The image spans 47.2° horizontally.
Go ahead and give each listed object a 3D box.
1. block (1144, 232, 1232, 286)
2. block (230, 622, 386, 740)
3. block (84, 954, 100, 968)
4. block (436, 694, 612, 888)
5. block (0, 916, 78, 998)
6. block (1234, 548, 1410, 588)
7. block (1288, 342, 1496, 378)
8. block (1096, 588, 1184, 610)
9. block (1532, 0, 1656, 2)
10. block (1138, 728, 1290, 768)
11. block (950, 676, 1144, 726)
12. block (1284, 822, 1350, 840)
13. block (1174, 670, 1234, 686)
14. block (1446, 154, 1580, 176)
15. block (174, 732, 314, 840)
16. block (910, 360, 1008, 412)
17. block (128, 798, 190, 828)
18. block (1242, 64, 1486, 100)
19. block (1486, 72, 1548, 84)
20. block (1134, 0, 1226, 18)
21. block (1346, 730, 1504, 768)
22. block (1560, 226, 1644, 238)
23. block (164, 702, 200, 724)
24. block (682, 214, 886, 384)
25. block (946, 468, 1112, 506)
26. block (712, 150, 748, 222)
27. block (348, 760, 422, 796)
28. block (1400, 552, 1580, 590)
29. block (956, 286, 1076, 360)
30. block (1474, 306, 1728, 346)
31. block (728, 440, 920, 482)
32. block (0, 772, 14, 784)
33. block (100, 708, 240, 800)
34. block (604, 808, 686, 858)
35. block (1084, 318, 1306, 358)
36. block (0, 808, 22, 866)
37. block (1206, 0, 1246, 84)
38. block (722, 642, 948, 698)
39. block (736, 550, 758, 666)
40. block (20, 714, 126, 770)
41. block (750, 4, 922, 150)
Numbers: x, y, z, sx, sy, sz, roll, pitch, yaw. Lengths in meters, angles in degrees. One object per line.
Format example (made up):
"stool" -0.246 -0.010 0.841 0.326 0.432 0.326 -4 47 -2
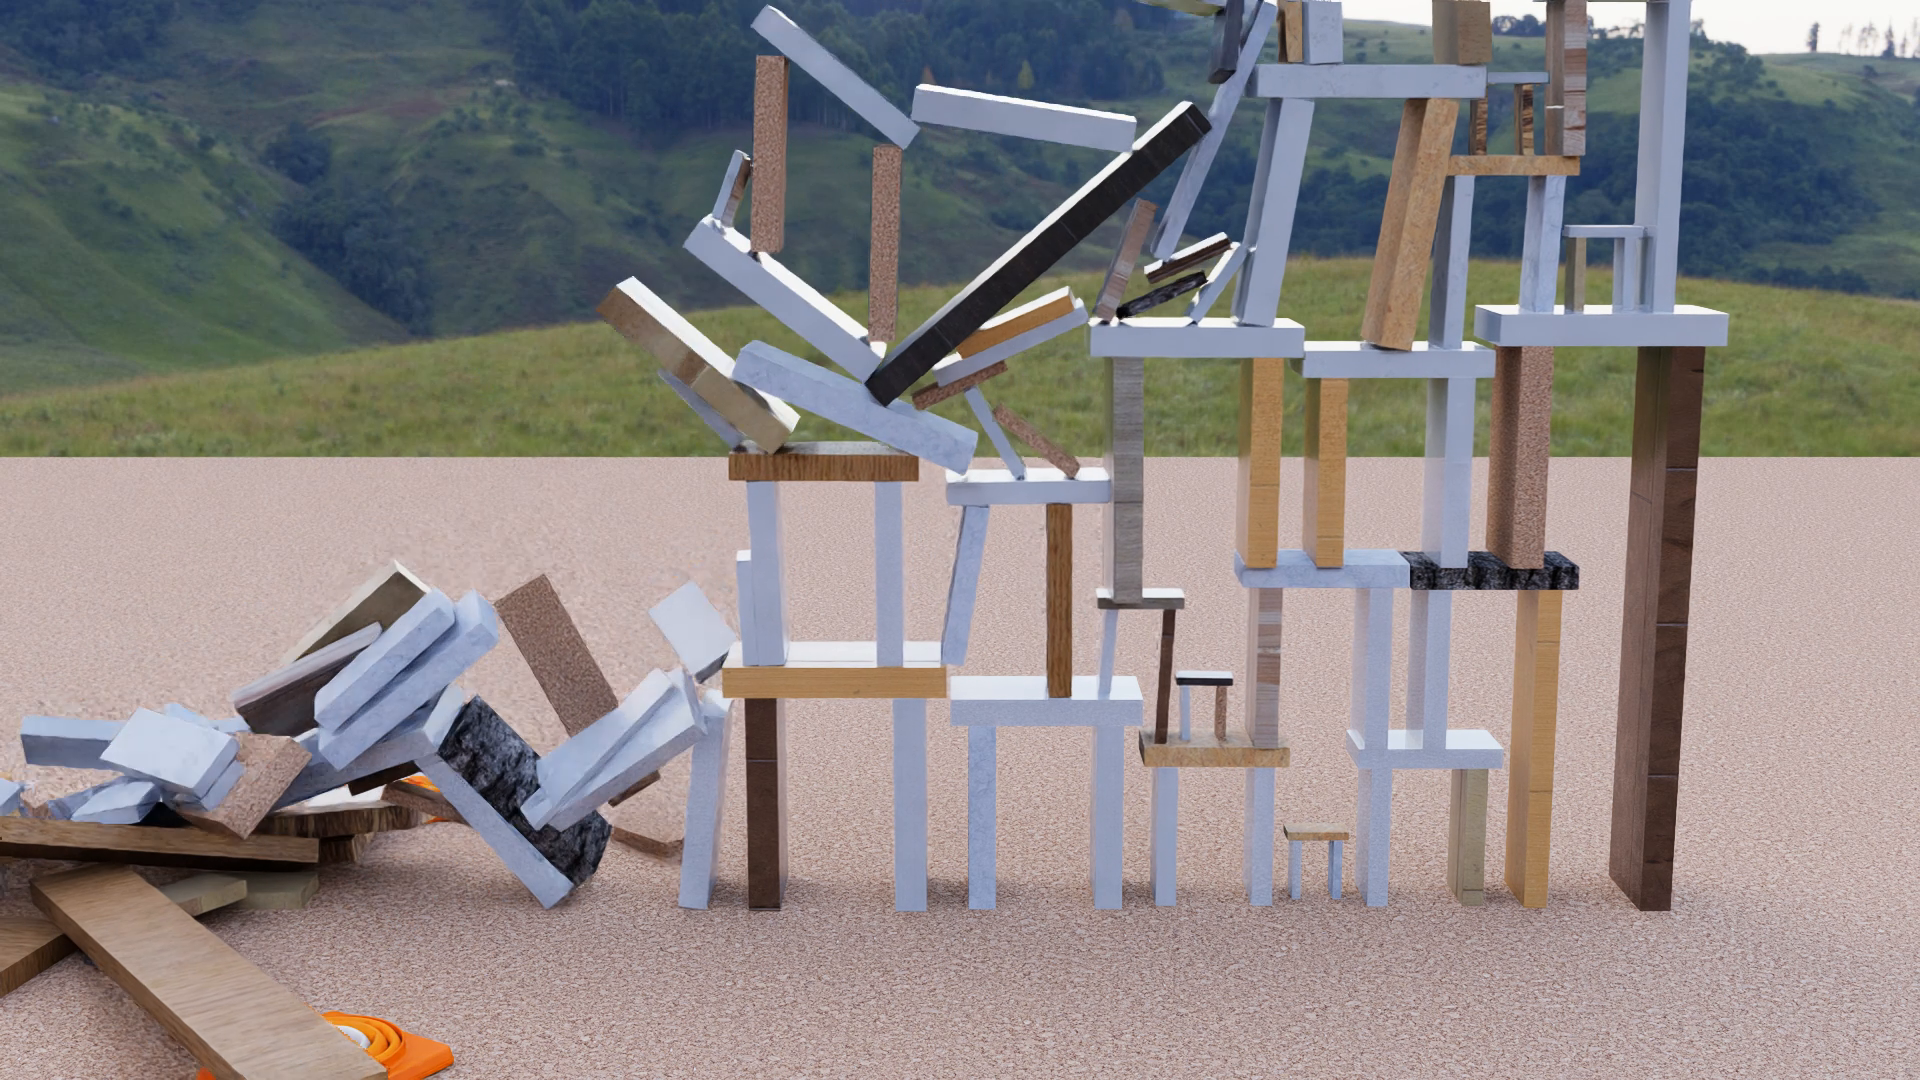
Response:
"block" 0.360 -0.447 3.487 0.139 0.020 0.069 -24 13 8
"block" -1.056 0.243 3.649 0.262 0.131 0.037 -27 53 -8
"block" -1.226 0.635 3.350 0.203 0.029 0.101 6 12 30
"block" -0.721 0.416 3.654 0.046 0.326 0.163 -40 13 13
"block" -1.460 0.636 3.313 0.138 0.039 0.275 2 11 10
"block" 0.585 0.046 3.569 0.265 0.038 0.133 0 11 0
"block" 0.685 -0.288 3.503 0.300 0.042 0.150 0 11 -1
"block" 0.292 0.095 3.571 0.139 0.020 0.070 0 11 1
"block" 1.018 -0.852 3.400 0.237 0.034 0.118 1 11 0
"block" 0.417 0.342 3.623 0.236 0.033 0.118 0 11 0
"block" 0.139 0.264 3.611 0.310 0.044 0.155 0 11 0
"block" 0.591 0.484 3.648 0.101 0.014 0.050 0 11 0
"block" 0.400 0.227 3.609 0.092 0.013 0.046 1 11 1
"block" 0.854 -0.589 3.454 0.211 0.030 0.105 0 11 0
"block" -1.157 0.392 3.539 0.164 0.046 0.328 -55 24 -22
"block" -0.002 -0.255 3.547 0.158 0.022 0.079 -25 11 1
"block" -1.350 0.464 3.788 0.290 0.041 0.145 -9 0 12
"block" 0.626 -0.714 3.428 0.346 0.049 0.173 0 11 -1
"block" 0.855 -0.721 3.432 0.111 0.016 0.055 -1 11 -2
"block" 0.234 -0.873 3.385 0.342 0.048 0.171 12 8 -4
"block" 0.763 0.344 3.620 0.234 0.033 0.117 0 11 0
"block" 1.011 -0.487 3.468 0.115 0.016 0.058 0 11 0
"block" -1.412 0.363 3.945 0.068 0.136 0.019 36 -47 -27
"block" -0.275 -0.386 3.493 0.352 0.050 0.176 37 10 -8
"block" 0.108 -0.087 3.551 0.260 0.037 0.130 -1 11 -2
"block" -0.363 -0.559 3.470 0.016 0.112 0.056 21 9 -2
"block" -0.938 0.388 3.704 0.166 0.023 0.083 -20 -1 5
"block" 0.853 0.049 3.566 0.265 0.037 0.132 0 11 0
"block" 0.089 -0.347 3.506 0.195 0.028 0.098 -23 12 9
"block" 1.016 -0.342 3.501 0.353 0.050 0.176 0 11 0
"block" -0.215 -0.127 3.531 0.299 0.042 0.149 0 11 -1
"block" -1.781 0.475 3.762 0.284 0.040 0.142 -2 47 -13
"block" -1.255 0.337 3.492 0.207 0.029 0.103 12 54 27
"block" -0.550 0.525 3.942 0.192 0.027 0.096 10 14 43
"block" 0.368 -0.323 3.495 0.332 0.047 0.166 0 11 0
"block" -1.699 0.507 3.628 0.286 0.041 0.143 -21 55 -28
"block" 0.415 -0.807 3.399 0.026 0.185 0.093 8 -2 -6
"block" -0.201 0.212 3.603 0.358 0.051 0.179 0 11 0
"block" -0.341 0.109 3.545 0.024 0.172 0.086 -3 11 -3
"block" -1.481 0.355 3.802 0.253 0.036 0.126 6 -31 -14
"block" -0.189 -0.721 3.432 0.299 0.042 0.149 38 9 -6
